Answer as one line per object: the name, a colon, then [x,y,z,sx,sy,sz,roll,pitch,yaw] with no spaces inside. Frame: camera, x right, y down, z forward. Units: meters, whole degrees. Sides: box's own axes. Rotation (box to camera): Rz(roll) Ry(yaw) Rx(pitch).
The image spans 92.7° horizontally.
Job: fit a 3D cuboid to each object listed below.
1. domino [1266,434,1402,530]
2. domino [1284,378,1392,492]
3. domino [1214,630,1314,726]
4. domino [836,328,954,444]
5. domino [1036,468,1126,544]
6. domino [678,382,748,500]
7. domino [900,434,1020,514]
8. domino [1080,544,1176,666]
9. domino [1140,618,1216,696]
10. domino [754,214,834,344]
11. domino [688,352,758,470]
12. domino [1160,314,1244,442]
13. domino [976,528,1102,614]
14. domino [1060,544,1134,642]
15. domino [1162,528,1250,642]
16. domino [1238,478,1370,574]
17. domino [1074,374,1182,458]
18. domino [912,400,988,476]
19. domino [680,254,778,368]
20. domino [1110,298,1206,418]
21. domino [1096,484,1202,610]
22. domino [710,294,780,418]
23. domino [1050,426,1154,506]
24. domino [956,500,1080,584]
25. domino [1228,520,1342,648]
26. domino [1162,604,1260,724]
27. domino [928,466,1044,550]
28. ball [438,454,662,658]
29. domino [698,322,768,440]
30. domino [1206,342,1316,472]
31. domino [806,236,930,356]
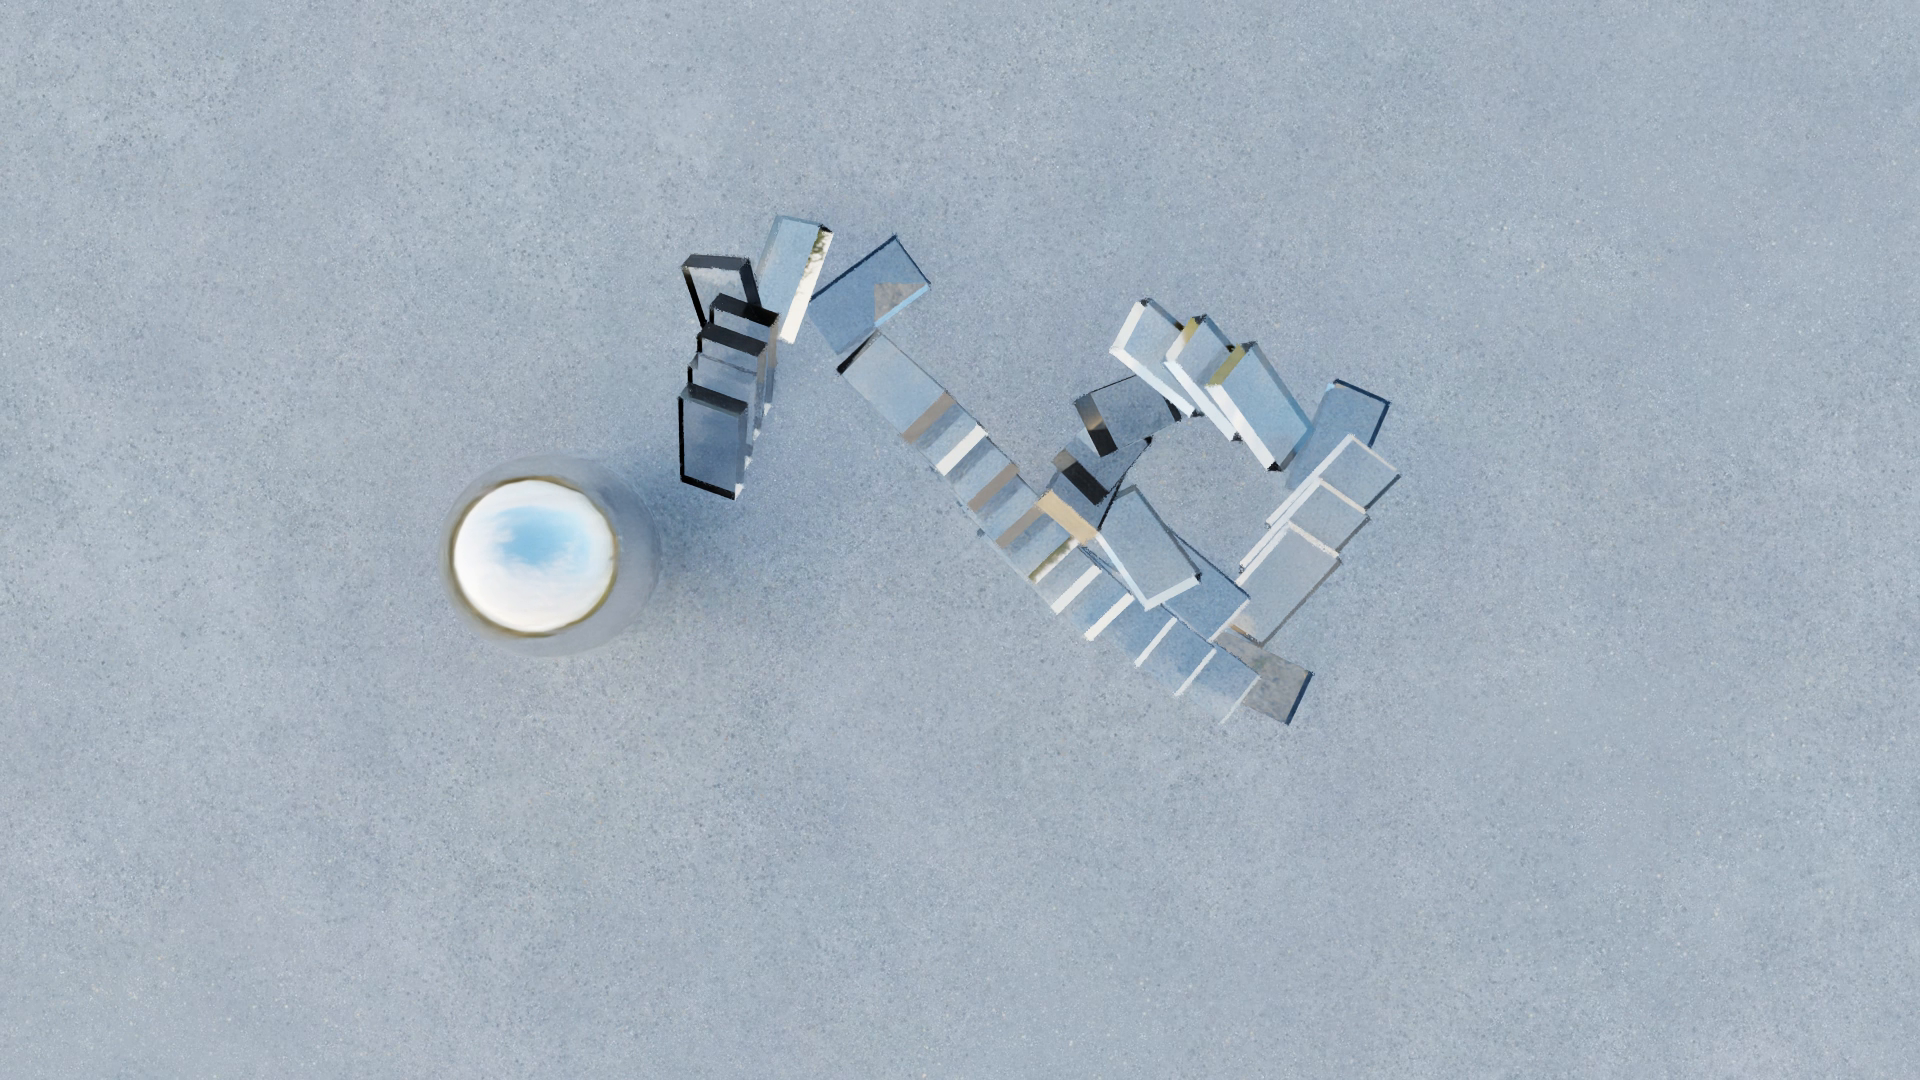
domino: [0.156,-0.017,0.384,0.025,0.009,0.050,36,117,-2]
domino: [0.163,-0.041,0.395,0.025,0.009,0.050,23,90,0]
domino: [0.123,0.057,0.395,0.050,0.010,0.025,25,90,0]
domino: [-0.028,-0.065,0.383,0.025,0.009,0.050,-44,59,0]
domino: [0.051,-0.022,0.377,0.025,0.050,0.010,40,130,-5]
domino: [-0.102,-0.040,0.378,0.025,0.050,0.010,20,50,0]
domino: [-0.001,-0.037,0.382,0.025,0.010,0.050,-43,58,1]
domino: [0.063,0.027,0.384,0.050,0.009,0.025,40,90,27]
domino: [0.079,0.040,0.384,0.050,0.009,0.025,40,90,27]
domino: [-0.075,-0.111,0.390,0.025,0.009,0.050,20,90,27]
domino: [-0.098,-0.052,0.378,0.025,0.050,0.009,20,50,0]
domino: [0.108,-0.067,0.383,0.050,0.009,0.025,41,78,-23]
domino: [0.032,0.005,0.382,0.025,0.010,0.050,-44,56,0]
domino: [0.046,0.016,0.382,0.025,0.009,0.050,-44,57,0]
domino: [0.094,0.017,0.385,0.025,0.010,0.050,-46,65,0]
domino: [0.144,0.001,0.384,0.025,0.009,0.050,35,117,-1]
domino: [0.070,-0.054,0.380,0.050,0.010,0.025,-26,90,-42]
domino: [-0.014,-0.052,0.383,0.025,0.009,0.050,-44,59,0]
domino: [-0.094,-0.091,0.376,0.025,0.050,0.010,8,48,14]
domino: [0.088,-0.076,0.384,0.050,0.009,0.025,32,81,-25]
domino: [0.075,0.002,0.382,0.025,0.009,0.050,-27,58,-6]
domino: [-0.090,-0.075,0.378,0.025,0.050,0.009,20,50,0]
domino: [0.060,-0.037,0.379,0.025,0.050,0.010,45,135,0]
domino: [0.023,-0.008,0.381,0.025,0.010,0.050,-44,56,0]
domino: [0.132,0.019,0.384,0.025,0.010,0.050,34,117,-1]
domino: [0.097,0.051,0.384,0.050,0.009,0.025,38,90,27]
domino: [0.011,-0.022,0.382,0.025,0.010,0.050,-42,56,2]
ball: [-0.159,0.006,0.360,0.080,0.080,0.080,0,90,0]
domino: [-0.095,-0.063,0.378,0.025,0.050,0.009,20,50,0]
domino: [0.126,-0.055,0.382,0.050,0.010,0.025,46,76,-23]
domino: [-0.041,-0.105,0.395,0.050,0.009,0.025,-36,90,0]
